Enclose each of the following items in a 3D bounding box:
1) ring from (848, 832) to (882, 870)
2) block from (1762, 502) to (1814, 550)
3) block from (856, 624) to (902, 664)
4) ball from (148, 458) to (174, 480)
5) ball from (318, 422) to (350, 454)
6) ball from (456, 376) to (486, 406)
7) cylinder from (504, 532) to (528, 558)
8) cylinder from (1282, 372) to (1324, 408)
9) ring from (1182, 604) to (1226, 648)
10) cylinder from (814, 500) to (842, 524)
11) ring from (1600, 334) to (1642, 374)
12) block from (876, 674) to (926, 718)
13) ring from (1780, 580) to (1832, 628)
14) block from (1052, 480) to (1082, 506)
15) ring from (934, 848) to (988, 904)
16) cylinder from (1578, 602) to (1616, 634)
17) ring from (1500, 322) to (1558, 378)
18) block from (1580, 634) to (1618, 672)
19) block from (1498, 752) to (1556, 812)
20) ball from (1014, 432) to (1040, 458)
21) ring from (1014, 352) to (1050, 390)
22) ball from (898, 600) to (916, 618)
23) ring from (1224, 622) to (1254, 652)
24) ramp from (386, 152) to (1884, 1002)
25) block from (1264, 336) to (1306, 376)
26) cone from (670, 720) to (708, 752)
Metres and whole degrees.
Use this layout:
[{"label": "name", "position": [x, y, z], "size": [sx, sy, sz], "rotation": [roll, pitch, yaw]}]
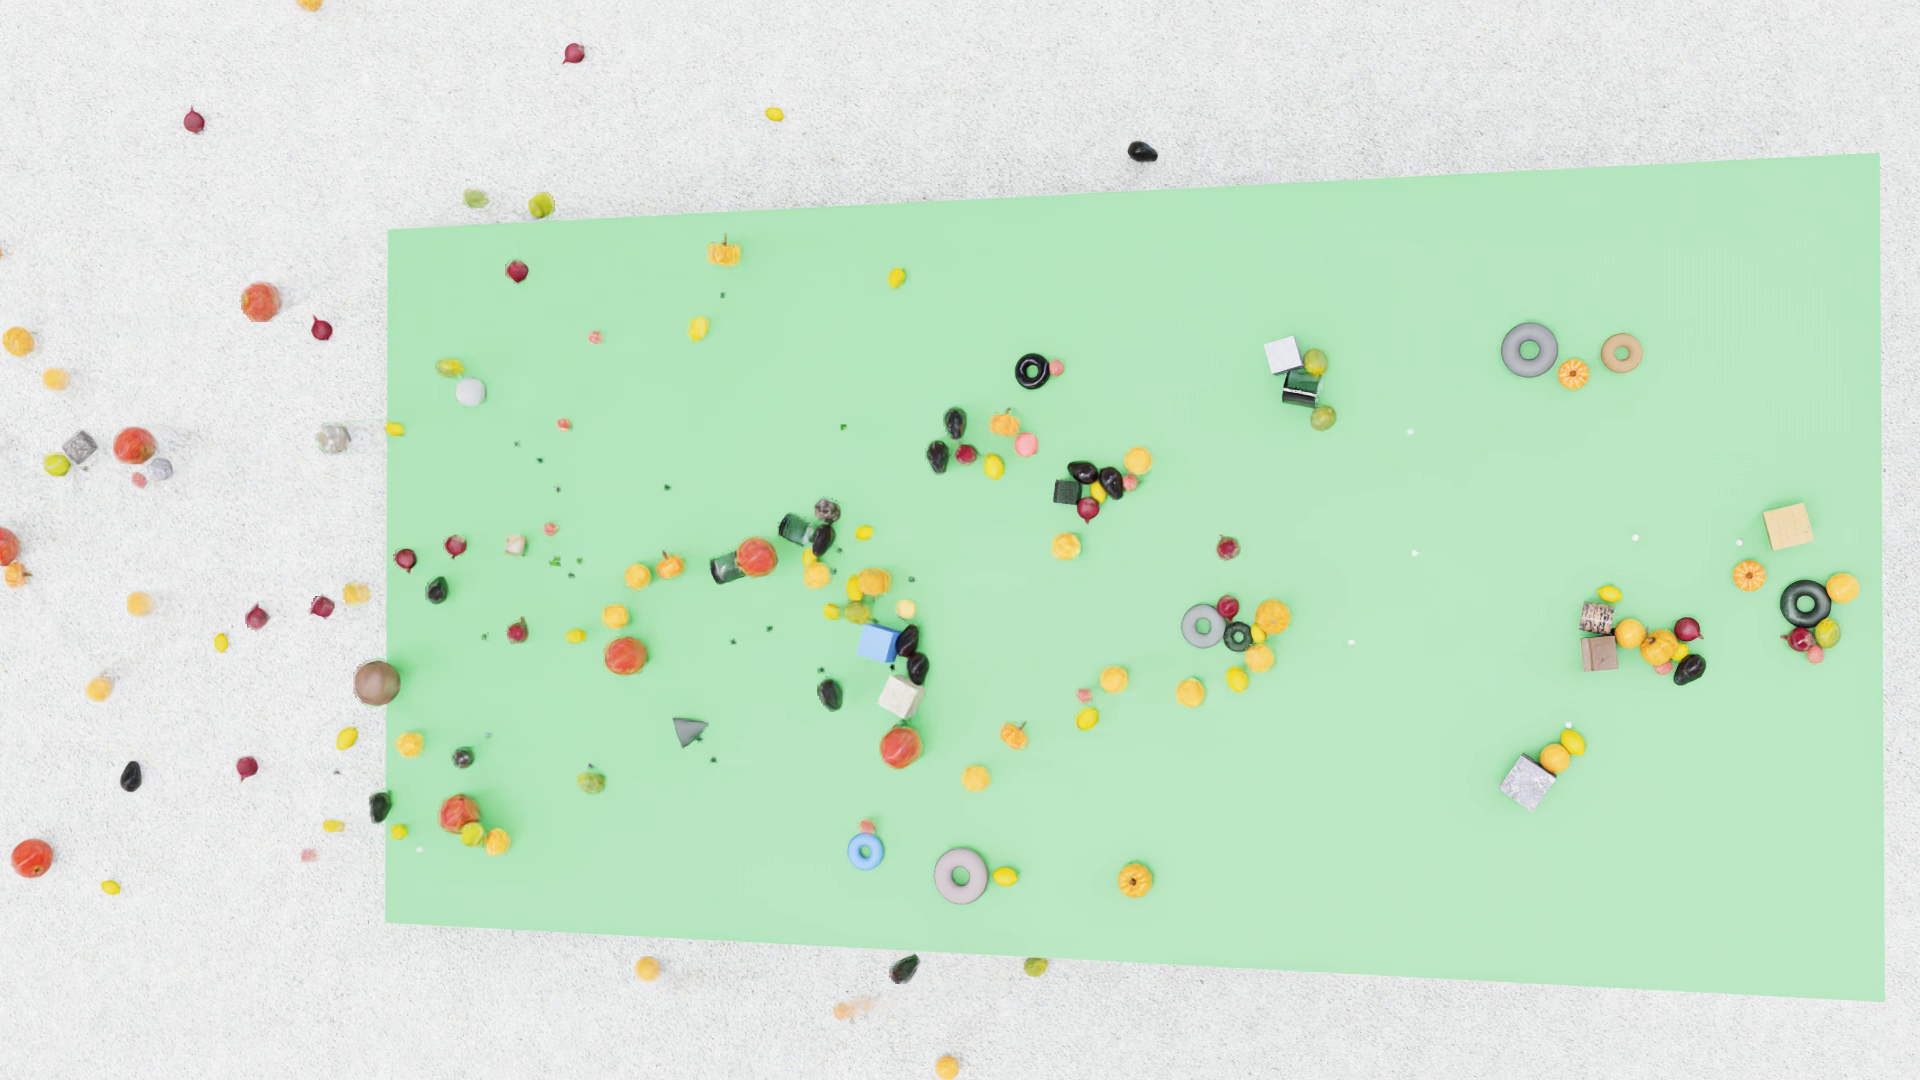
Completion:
[{"label": "ring", "position": [-0.254, 0.835, 5.888], "size": [0.102, 0.034, 0.102], "rotation": [0, 89, 18]}, {"label": "block", "position": [1.955, -0.031, 5.195], "size": [0.092, 0.092, 0.092], "rotation": [-15, 85, 16]}, {"label": "block", "position": [-0.214, 0.275, 5.858], "size": [0.084, 0.084, 0.084], "rotation": [17, 94, 17]}, {"label": "ball", "position": [-2.329, -0.206, 6.411], "size": [0.067, 0.067, 0.067], "rotation": [0, 89, 0]}, {"label": "ball", "position": [-1.817, -0.296, 6.381], "size": [0.092, 0.092, 0.092], "rotation": [0, 89, 0]}, {"label": "ball", "position": [-1.385, -0.419, 6.224], "size": [0.085, 0.085, 0.085], "rotation": [0, 89, 0]}, {"label": "cylinder", "position": [-1.250, 0.016, 6.188], "size": [0.052, 0.052, 0.052], "rotation": [20, 59, 0]}, {"label": "cylinder", "position": [0.863, -0.378, 5.538], "size": [0.085, 0.085, 0.085], "rotation": [6, 89, 24]}, {"label": "ring", "position": [0.622, 0.221, 5.627], "size": [0.115, 0.038, 0.115], "rotation": [0, 90, 17]}, {"label": "cylinder", "position": [-0.357, -0.077, 5.916], "size": [0.057, 0.057, 0.057], "rotation": [-3, 80, 18]}, {"label": "ring", "position": [1.606, -0.453, 5.339], "size": [0.098, 0.033, 0.098], "rotation": [-1, 88, 17]}, {"label": "block", "position": [-0.154, 0.415, 5.837], "size": [0.084, 0.084, 0.084], "rotation": [28, 97, 15]}, {"label": "ring", "position": [2.002, 0.151, 5.206], "size": [0.116, 0.039, 0.116], "rotation": [0, 89, 16]}, {"label": "block", "position": [0.281, -0.123, 5.725], "size": [0.060, 0.060, 0.060], "rotation": [7, 91, 17]}, {"label": "ring", "position": [0.002, 0.887, 5.801], "size": [0.150, 0.050, 0.150], "rotation": [0, 88, 18]}, {"label": "cylinder", "position": [1.543, 0.189, 5.328], "size": [0.073, 0.073, 0.073], "rotation": [2, 89, 26]}, {"label": "ring", "position": [1.398, -0.466, 5.396], "size": [0.137, 0.046, 0.137], "rotation": [-1, 88, 18]}, {"label": "block", "position": [1.547, 0.274, 5.321], "size": [0.080, 0.080, 0.080], "rotation": [-6, 87, 17]}, {"label": "block", "position": [1.383, 0.589, 5.358], "size": [0.098, 0.098, 0.098], "rotation": [35, 99, 14]}, {"label": "ball", "position": [0.174, -0.250, 5.755], "size": [0.067, 0.067, 0.067], "rotation": [0, 89, 0]}, {"label": "ring", "position": [0.190, -0.443, 5.772], "size": [0.098, 0.033, 0.098], "rotation": [-1, 88, 18]}, {"label": "ball", "position": [-0.141, 0.184, 5.854], "size": [0.051, 0.051, 0.051], "rotation": [0, 89, 0]}, {"label": "ring", "position": [0.710, 0.247, 5.606], "size": [0.079, 0.026, 0.079], "rotation": [0, 90, 17]}, {"label": "ramp", "position": [0.273, 0.094, 5.808], "size": [4.000, 0.100, 2.000], "rotation": [0, 89, 17]}, {"label": "block", "position": [0.821, -0.465, 5.556], "size": [0.077, 0.077, 0.077], "rotation": [-16, 84, 16]}, {"label": "cone", "position": [-0.730, 0.518, 6.034], "size": [0.093, 0.093, 0.093], "rotation": [-26, 89, 9]}]
